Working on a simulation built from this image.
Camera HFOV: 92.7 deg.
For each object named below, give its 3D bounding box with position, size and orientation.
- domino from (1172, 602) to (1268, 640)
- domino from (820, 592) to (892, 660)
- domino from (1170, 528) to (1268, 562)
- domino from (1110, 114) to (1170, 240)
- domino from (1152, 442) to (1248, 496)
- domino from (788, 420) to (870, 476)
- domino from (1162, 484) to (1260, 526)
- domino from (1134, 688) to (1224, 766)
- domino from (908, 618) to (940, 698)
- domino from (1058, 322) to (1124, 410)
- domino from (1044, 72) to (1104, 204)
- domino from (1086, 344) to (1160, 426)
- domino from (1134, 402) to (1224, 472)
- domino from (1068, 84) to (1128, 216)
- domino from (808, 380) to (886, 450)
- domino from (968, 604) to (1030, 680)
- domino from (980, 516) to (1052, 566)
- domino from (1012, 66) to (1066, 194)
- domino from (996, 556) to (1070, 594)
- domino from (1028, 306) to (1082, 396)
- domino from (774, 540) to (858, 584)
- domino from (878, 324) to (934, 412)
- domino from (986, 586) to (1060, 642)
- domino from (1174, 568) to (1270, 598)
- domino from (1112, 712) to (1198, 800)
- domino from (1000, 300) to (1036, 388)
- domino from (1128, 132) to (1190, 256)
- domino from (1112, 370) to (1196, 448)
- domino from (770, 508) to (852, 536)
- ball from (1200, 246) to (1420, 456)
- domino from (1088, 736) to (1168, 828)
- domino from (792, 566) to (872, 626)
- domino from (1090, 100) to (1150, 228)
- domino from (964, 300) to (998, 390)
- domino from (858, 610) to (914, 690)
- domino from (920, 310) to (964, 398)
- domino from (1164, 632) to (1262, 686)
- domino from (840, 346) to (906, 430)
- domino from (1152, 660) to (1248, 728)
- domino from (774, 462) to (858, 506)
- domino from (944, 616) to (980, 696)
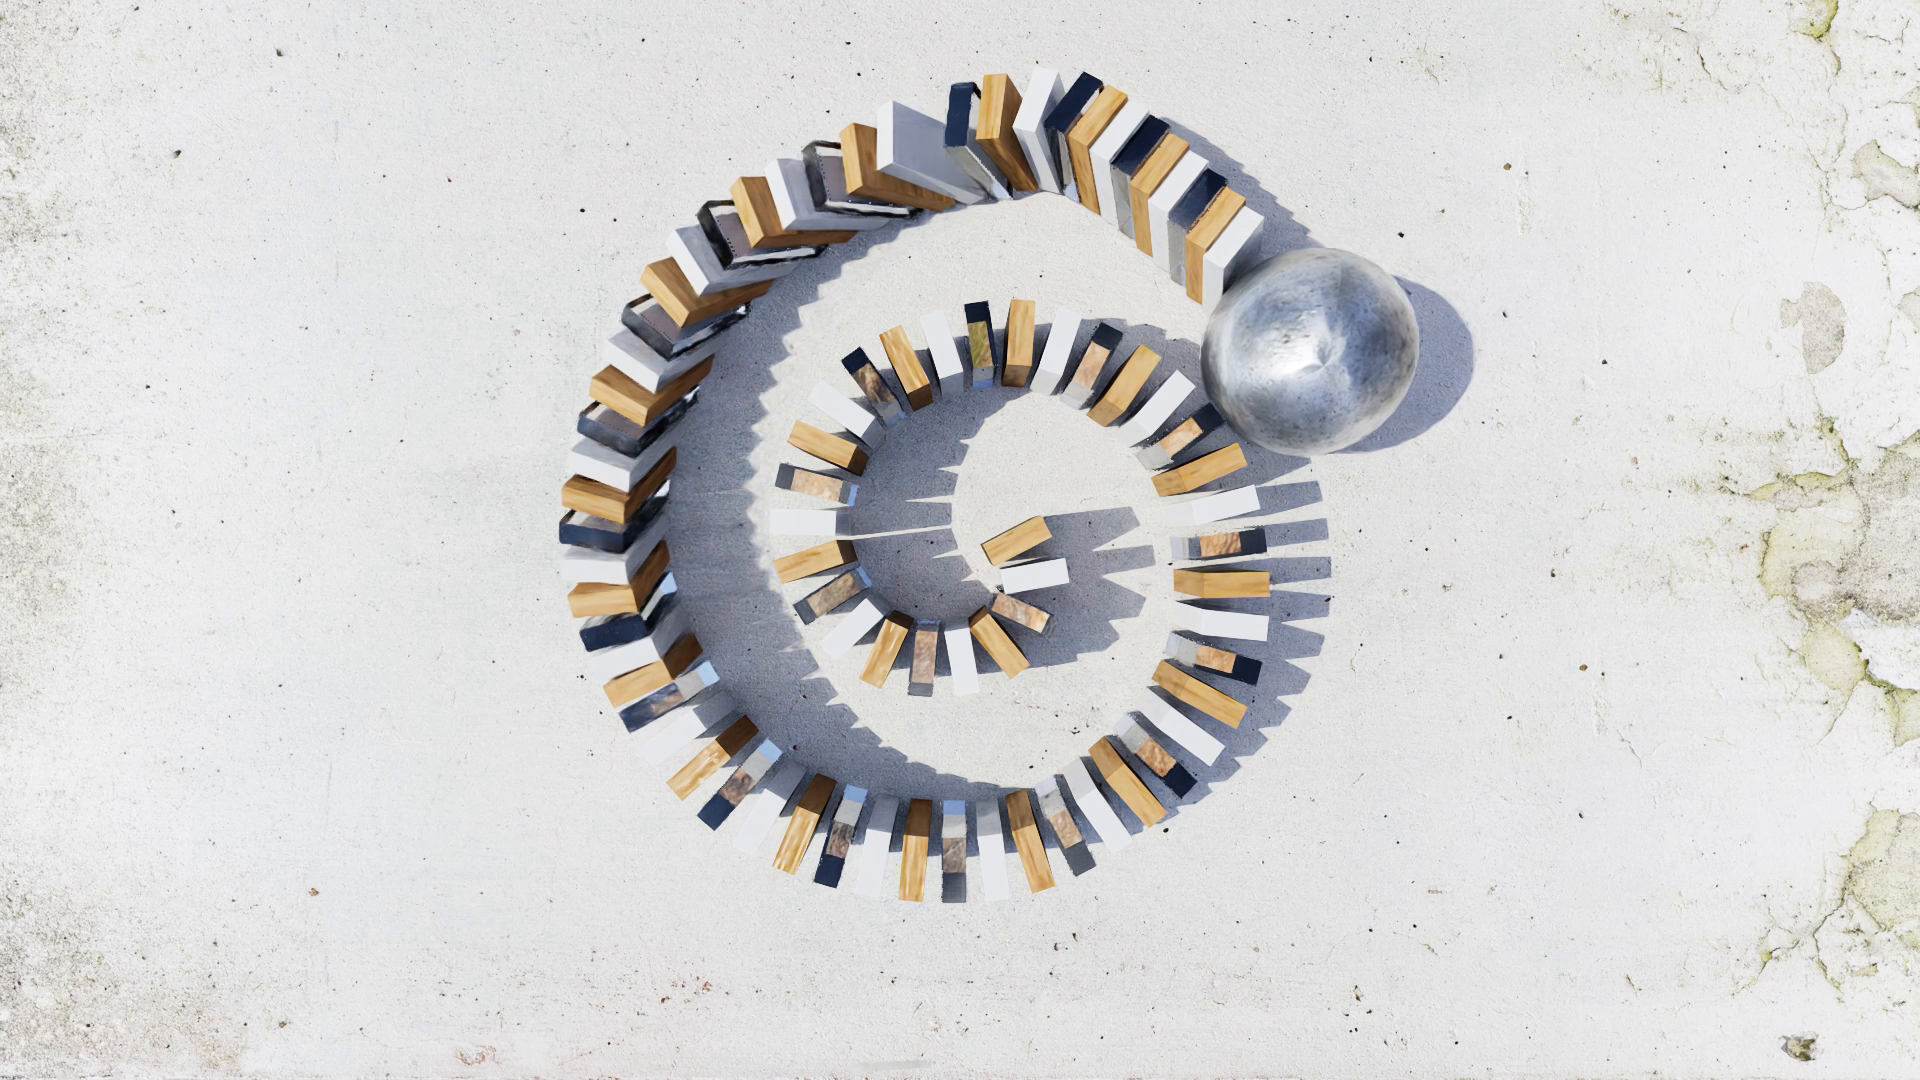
[{"bbox_3d":[0.105,0.033,0.375,0.025,0.050,0.009,6,90,0],"label":"domino"},{"bbox_3d":[-0.042,0.034,0.375,0.025,0.050,0.009,-44,90,0],"label":"domino"},{"bbox_3d":[0.105,0.002,0.375,0.025,0.050,0.010,-8,90,0],"label":"domino"},{"bbox_3d":[0.075,-0.147,0.375,0.009,0.050,0.025,39,90,18],"label":"domino"},{"bbox_3d":[0.097,-0.028,0.375,0.025,0.050,0.009,-24,90,0],"label":"domino"},{"bbox_3d":[-0.053,-0.037,0.375,0.025,0.050,0.010,23,90,0],"label":"domino"},{"bbox_3d":[0.102,-0.013,0.375,0.025,0.050,0.009,-15,90,0],"label":"domino"},{"bbox_3d":[0.088,0.075,0.375,0.025,0.050,0.010,36,90,0],"label":"domino"},{"bbox_3d":[-0.014,0.047,0.375,0.009,0.050,0.025,5,90,0],"label":"domino"},{"bbox_3d":[0.053,-0.070,0.375,0.009,0.050,0.025,27,90,0],"label":"domino"},{"bbox_3d":[0.050,-0.163,0.375,0.009,0.050,0.025,38,90,18],"label":"domino"},{"bbox_3d":[0.066,-0.062,0.375,0.010,0.050,0.025,34,90,0],"label":"domino"},{"bbox_3d":[0.089,-0.041,0.375,0.025,0.050,0.009,-38,90,0],"label":"domino"},{"bbox_3d":[0.059,-0.158,0.375,0.010,0.050,0.025,39,90,18],"label":"domino"},{"bbox_3d":[-0.045,-0.050,0.375,0.025,0.050,0.009,35,90,0],"label":"domino"},{"bbox_3d":[0.015,0.041,0.375,0.009,0.050,0.025,-39,90,0],"label":"domino"},{"bbox_3d":[0.022,0.000,0.375,0.025,0.050,0.009,-28,90,0],"label":"domino"},{"bbox_3d":[0.036,-0.166,0.375,0.009,0.050,0.025,21,90,18],"label":"domino"},{"bbox_3d":[0.029,0.014,0.375,0.025,0.050,0.009,-10,90,0],"label":"domino"},{"bbox_3d":[0.039,-0.076,0.375,0.009,0.050,0.025,19,90,0],"label":"domino"},{"bbox_3d":[-0.058,0.008,0.375,0.025,0.050,0.009,-19,90,0],"label":"domino"},{"bbox_3d":[-0.021,-0.069,0.375,0.009,0.050,0.025,-26,90,0],"label":"domino"},{"bbox_3d":[0.025,0.029,0.375,0.025,0.050,0.010,25,90,0],"label":"domino"},{"bbox_3d":[0.106,0.017,0.375,0.025,0.050,0.010,-1,90,0],"label":"domino"},{"bbox_3d":[0.079,0.087,0.375,0.025,0.050,0.009,43,90,0],"label":"domino"},{"bbox_3d":[0.023,-0.079,0.375,0.009,0.050,0.025,4,90,0],"label":"domino"},{"bbox_3d":[0.082,-0.140,0.375,0.009,0.050,0.025,39,90,18],"label":"domino"},{"bbox_3d":[0.078,-0.053,0.375,0.010,0.050,0.025,42,90,0],"label":"domino"},{"bbox_3d":[-0.060,-0.007,0.375,0.025,0.050,0.010,2,90,0],"label":"domino"},{"bbox_3d":[0.136,-0.073,0.360,0.080,0.080,0.080,0,90,0],"label":"ball"},{"bbox_3d":[0.068,0.098,0.375,0.009,0.050,0.025,-42,90,0],"label":"domino"},{"bbox_3d":[-0.051,0.022,0.375,0.025,0.050,0.009,-33,90,0],"label":"domino"},{"bbox_3d":[0.067,-0.152,0.375,0.009,0.050,0.025,39,90,18],"label":"domino"},{"bbox_3d":[0.008,-0.079,0.375,0.009,0.050,0.025,-9,90,0],"label":"domino"},{"bbox_3d":[-0.029,0.044,0.375,0.009,0.050,0.025,25,90,0],"label":"domino"},{"bbox_3d":[-0.007,-0.075,0.375,0.010,0.050,0.025,-18,90,0],"label":"domino"},{"bbox_3d":[0.102,0.048,0.375,0.025,0.050,0.009,15,90,0],"label":"domino"},{"bbox_3d":[-0.035,-0.061,0.375,0.009,0.050,0.025,-36,90,0],"label":"domino"},{"bbox_3d":[0.097,0.062,0.375,0.025,0.050,0.009,28,90,0],"label":"domino"},{"bbox_3d":[-0.058,-0.022,0.375,0.025,0.050,0.010,14,90,0],"label":"domino"},{"bbox_3d":[0.001,0.047,0.375,0.010,0.050,0.025,-10,90,0],"label":"domino"}]
